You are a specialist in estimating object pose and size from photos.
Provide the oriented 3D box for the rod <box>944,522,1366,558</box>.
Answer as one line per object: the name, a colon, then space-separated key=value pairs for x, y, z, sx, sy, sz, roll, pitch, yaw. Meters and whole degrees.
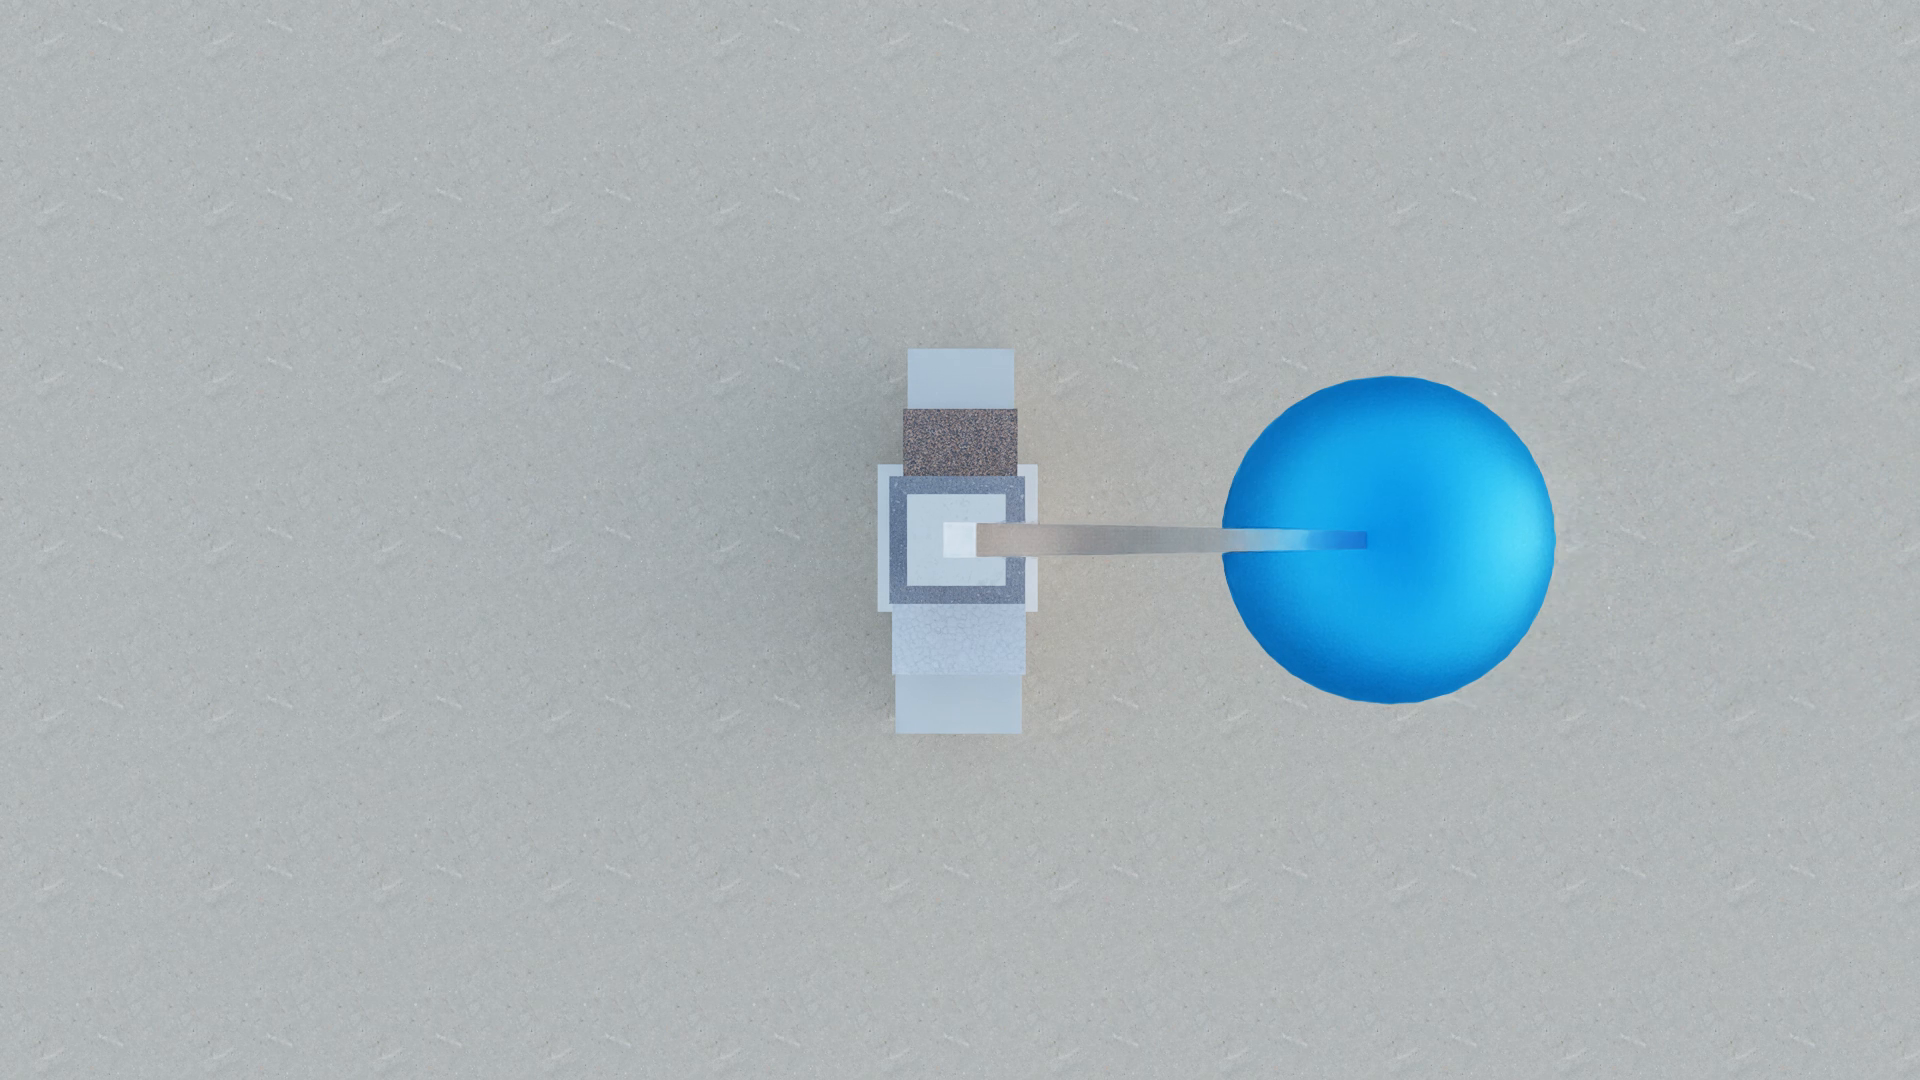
rod: x=0.899 y=0.000 z=7.513 sx=0.080 sy=5.200 sz=0.080 roll=0 pitch=90 yaw=20

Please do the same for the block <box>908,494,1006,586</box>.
block: x=-0.016 y=0.000 z=10.001 sx=0.438 sy=0.426 sz=0.406 roll=0 pitch=90 yaw=0

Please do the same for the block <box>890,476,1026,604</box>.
block: x=-0.013 y=0.000 z=10.505 sx=0.632 sy=0.582 sz=0.593 roll=0 pitch=90 yaw=0

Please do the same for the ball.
ball: x=2.074 y=0.000 z=10.703 sx=1.600 sy=1.600 sz=1.600 roll=0 pitch=90 yaw=0

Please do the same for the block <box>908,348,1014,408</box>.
block: x=0.005 y=-0.755 z=12.725 sx=0.601 sy=0.550 sz=0.655 roll=0 pitch=90 yaw=0

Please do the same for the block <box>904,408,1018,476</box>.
block: x=0.002 y=-0.362 z=11.872 sx=0.603 sy=0.568 sz=0.660 roll=0 pitch=90 yaw=0

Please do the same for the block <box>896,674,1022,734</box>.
block: x=-0.008 y=0.745 z=12.653 sx=0.705 sy=0.693 sz=0.676 roll=0 pitch=90 yaw=0

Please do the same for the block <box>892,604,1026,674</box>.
block: x=-0.005 y=0.335 z=11.736 sx=0.685 sy=0.840 sz=0.714 roll=0 pitch=90 yaw=0

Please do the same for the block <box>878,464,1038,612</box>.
block: x=-0.013 y=-0.010 z=12.578 sx=0.883 sy=0.844 sz=0.814 roll=0 pitch=90 yaw=0
